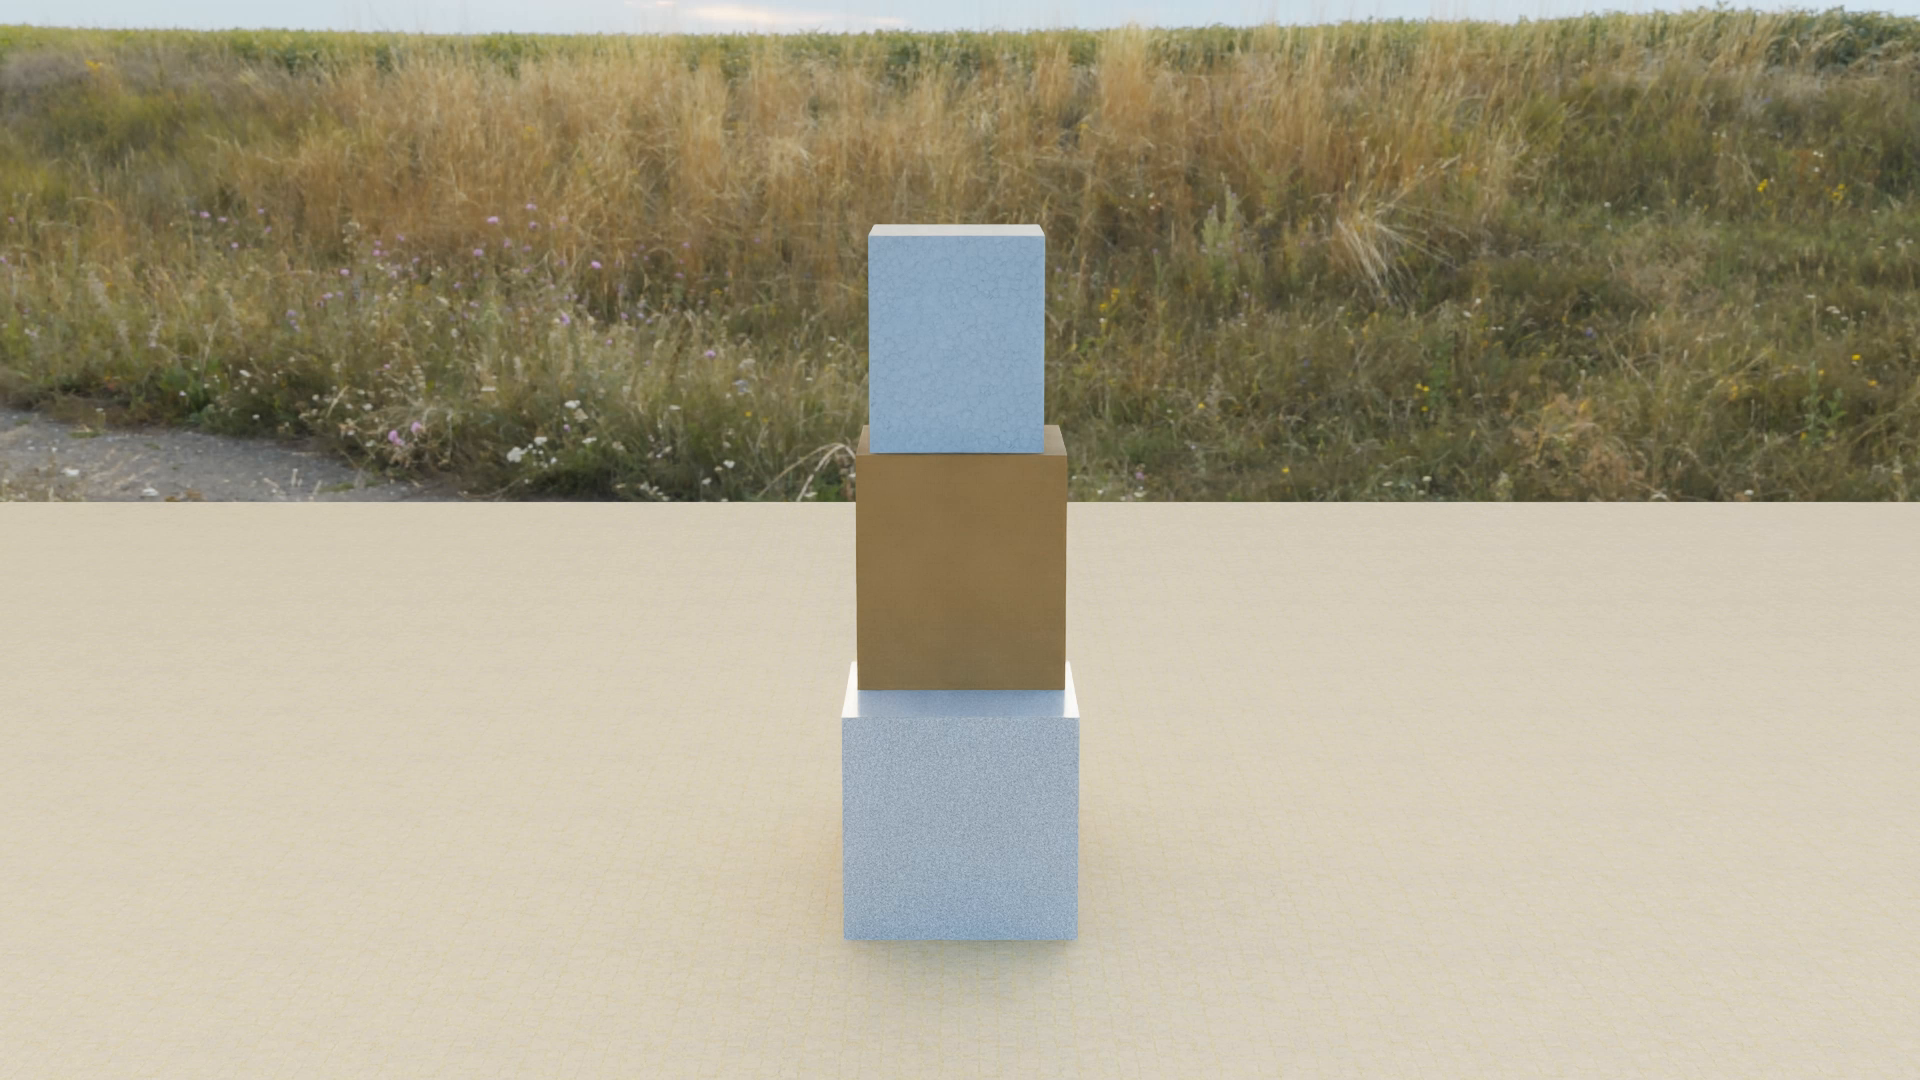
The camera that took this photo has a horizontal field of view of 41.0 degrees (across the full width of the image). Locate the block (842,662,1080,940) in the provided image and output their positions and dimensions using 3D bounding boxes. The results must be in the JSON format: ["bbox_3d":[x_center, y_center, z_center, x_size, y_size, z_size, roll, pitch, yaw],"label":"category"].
[{"bbox_3d":[0.003,1.090,10.940,0.962,0.941,0.989,0,10,0],"label":"block"}]

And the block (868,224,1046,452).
[{"bbox_3d":[-0.014,-0.879,11.021,0.728,0.902,0.779,0,10,0],"label":"block"}]

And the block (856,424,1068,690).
[{"bbox_3d":[0.005,0.058,11.191,0.879,1.001,0.931,0,10,0],"label":"block"}]
